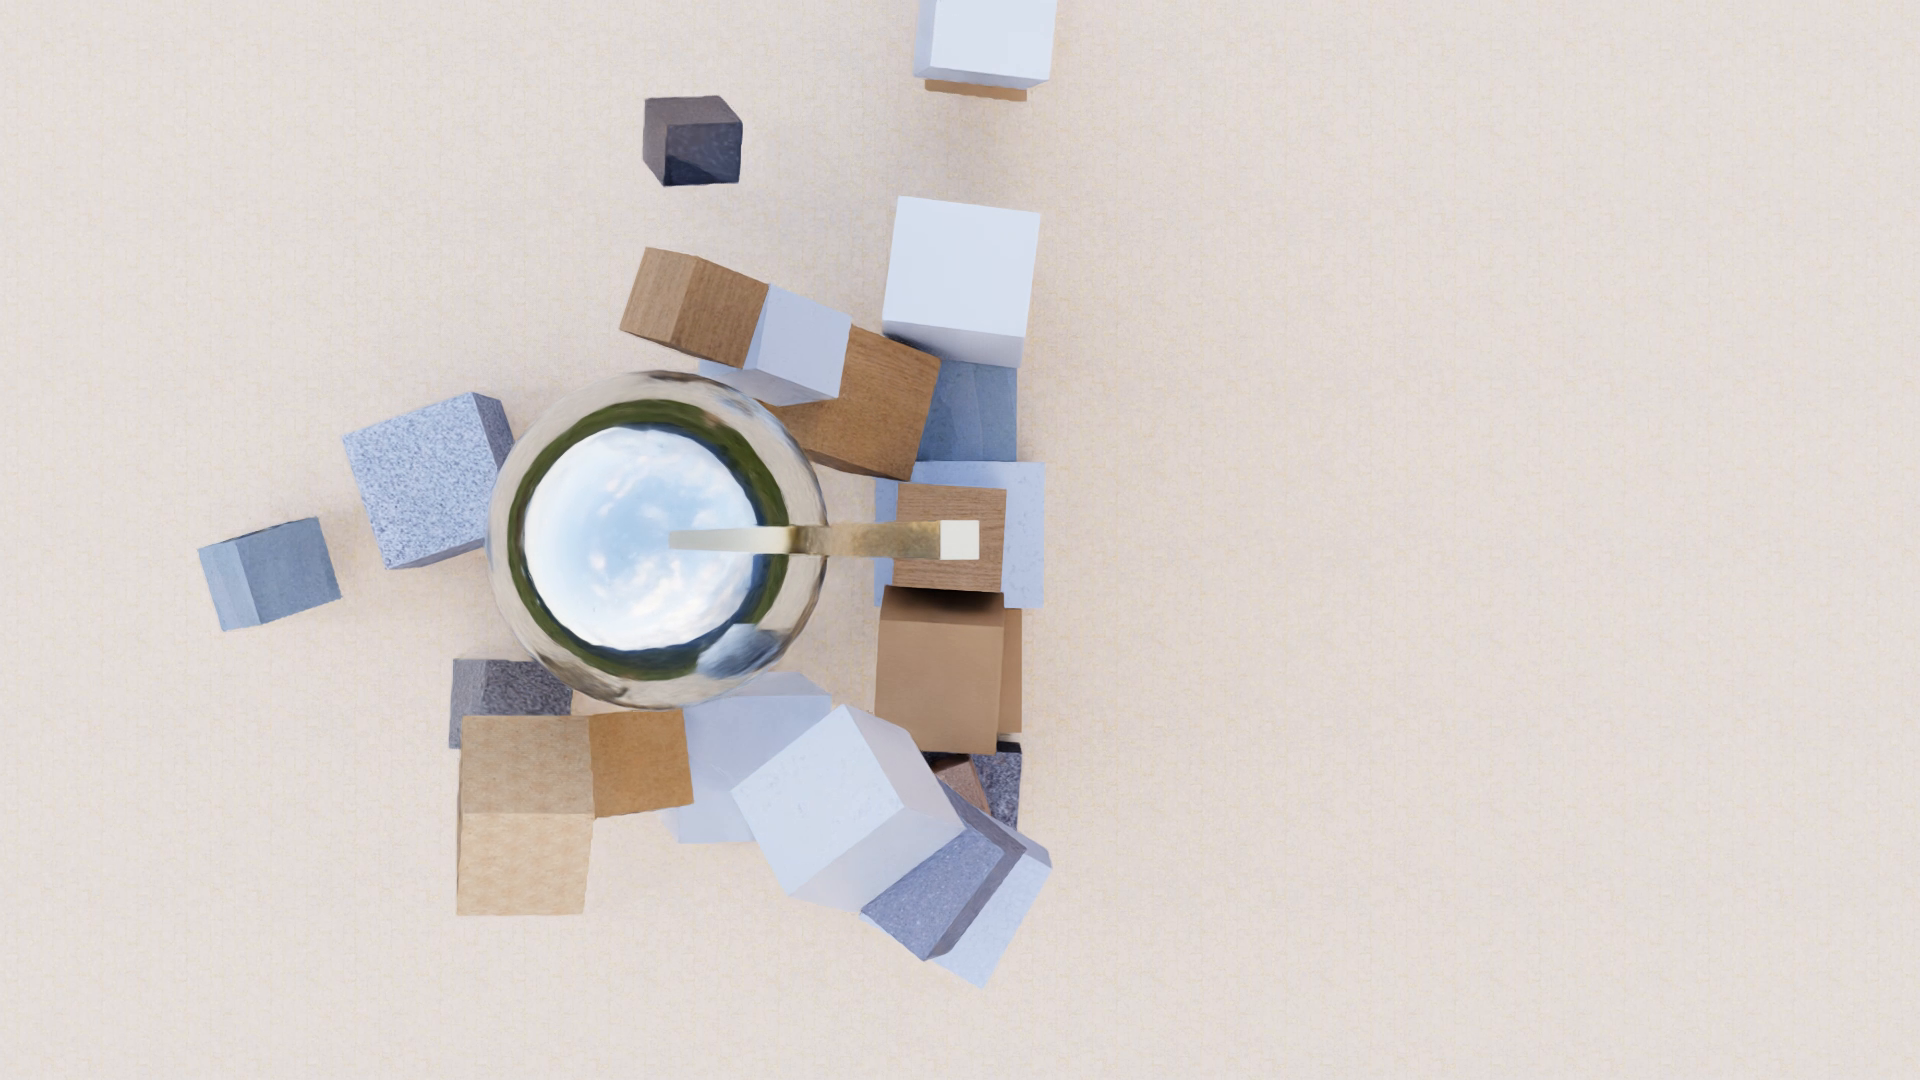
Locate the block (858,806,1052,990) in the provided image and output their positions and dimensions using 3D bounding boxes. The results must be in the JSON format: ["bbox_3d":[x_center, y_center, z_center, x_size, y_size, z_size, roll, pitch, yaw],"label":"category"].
[{"bbox_3d":[-0.022,1.768,11.351,0.716,0.693,0.699,30,91,0],"label":"block"}]

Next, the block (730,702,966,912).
[{"bbox_3d":[-0.510,1.245,10.132,0.679,0.664,0.582,-38,63,11],"label":"block"}]

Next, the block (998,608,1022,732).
[{"bbox_3d":[-0.003,0.736,12.692,0.701,0.615,0.700,0,90,0],"label":"block"}]

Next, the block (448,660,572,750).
[{"bbox_3d":[-2.578,0.957,12.619,0.530,0.499,0.513,6,84,-33],"label":"block"}]

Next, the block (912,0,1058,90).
[{"bbox_3d":[0.142,-2.902,11.950,0.644,0.648,0.775,5,96,-10],"label":"block"}]

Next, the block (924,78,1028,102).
[{"bbox_3d":[0.131,-2.877,12.655,0.579,0.564,0.624,7,103,0],"label":"block"}]

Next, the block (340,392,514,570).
[{"bbox_3d":[-2.953,-0.330,12.610,0.767,0.781,0.787,-19,90,0],"label":"block"}]

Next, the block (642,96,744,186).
[{"bbox_3d":[-1.431,-2.133,11.751,0.421,0.386,0.342,-7,124,-23],"label":"block"}]

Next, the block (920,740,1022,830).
[{"bbox_3d":[0.007,1.480,12.671,0.647,0.656,0.612,4,90,0],"label":"block"}]

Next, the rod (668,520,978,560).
[{"bbox_3d":[-0.612,0.000,7.017,0.080,5.200,0.080,0,90,-14],"label":"rod"}]

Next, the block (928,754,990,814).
[{"bbox_3d":[-0.110,1.566,12.020,0.548,0.647,0.629,-19,90,0],"label":"block"}]

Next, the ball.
[{"bbox_3d":[-1.413,0.000,10.321,1.600,1.600,1.600,0,90,0],"label":"ball"}]

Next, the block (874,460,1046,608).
[{"bbox_3d":[-0.003,-0.032,12.612,0.941,0.776,0.813,1,90,0],"label":"block"}]

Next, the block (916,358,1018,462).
[{"bbox_3d":[-0.013,-0.770,12.646,0.662,0.707,0.651,0,90,0],"label":"block"}]

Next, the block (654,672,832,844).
[{"bbox_3d":[-1.213,1.186,12.155,0.817,0.778,0.788,0,96,-18],"label":"block"}]

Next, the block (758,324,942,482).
[{"bbox_3d":[-0.630,-0.765,11.987,0.687,0.609,0.696,18,85,-39],"label":"block"}]

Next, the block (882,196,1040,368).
[{"bbox_3d":[0.007,-1.389,11.946,0.757,0.764,0.676,7,82,1],"label":"block"}]

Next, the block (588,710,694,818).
[{"bbox_3d":[-1.818,1.190,11.620,0.606,0.610,0.521,-5,83,-26],"label":"block"}]

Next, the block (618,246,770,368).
[{"bbox_3d":[-1.360,-1.188,11.239,0.456,0.516,0.451,18,90,-39],"label":"block"}]

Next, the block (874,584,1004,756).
[{"bbox_3d":[-0.113,0.700,11.979,0.661,0.639,0.720,4,106,0],"label":"block"}]

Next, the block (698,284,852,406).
[{"bbox_3d":[-0.968,-1.008,11.502,0.537,0.518,0.449,18,76,-39],"label":"block"}]

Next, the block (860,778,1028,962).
[{"bbox_3d":[-0.161,1.570,10.669,0.623,0.581,0.645,37,92,14],"label":"block"}]

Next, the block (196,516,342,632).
[{"bbox_3d":[-3.955,0.192,12.603,0.443,0.536,0.492,-8,100,44],"label":"block"}]

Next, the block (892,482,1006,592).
[{"bbox_3d":[-0.055,-0.013,11.946,0.577,0.557,0.551,3,90,0],"label":"block"}]

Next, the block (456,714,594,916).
[{"bbox_3d":[-2.127,1.337,10.706,0.604,0.679,0.682,2,127,-14],"label":"block"}]
